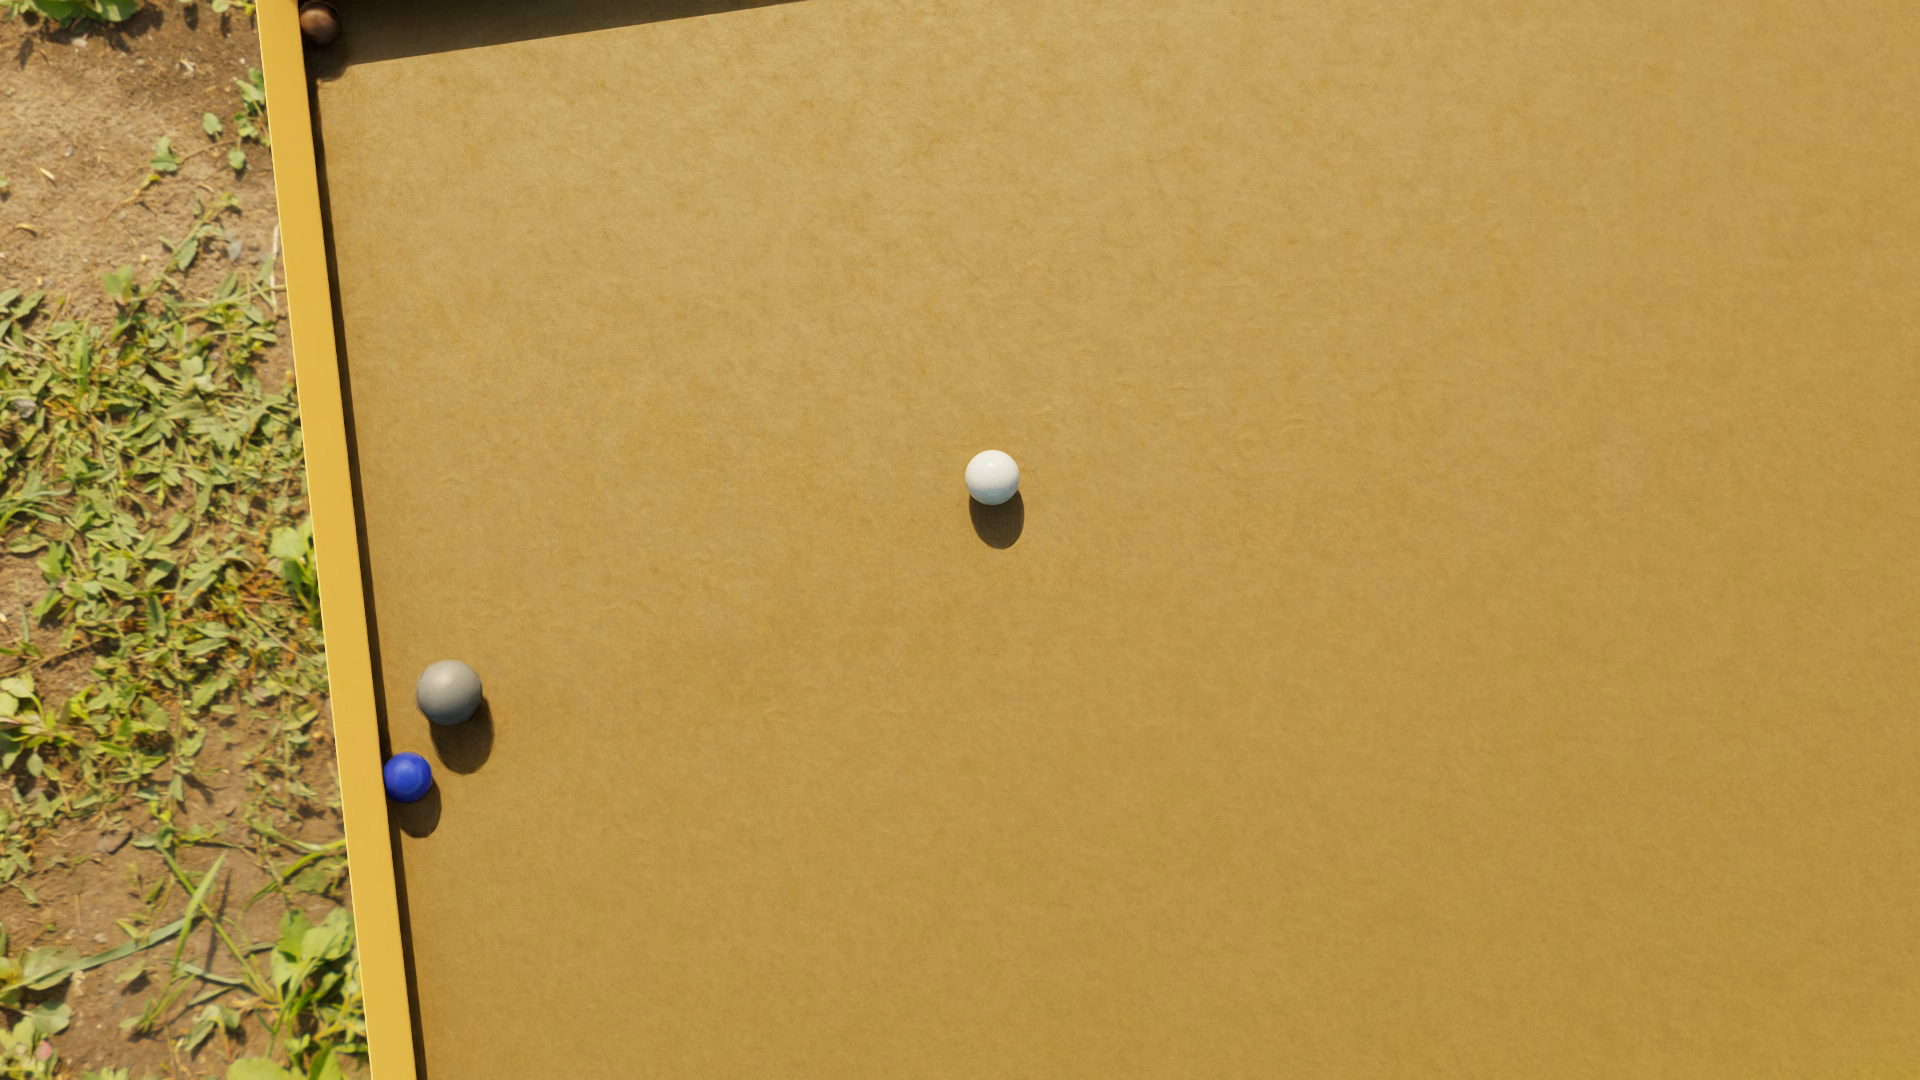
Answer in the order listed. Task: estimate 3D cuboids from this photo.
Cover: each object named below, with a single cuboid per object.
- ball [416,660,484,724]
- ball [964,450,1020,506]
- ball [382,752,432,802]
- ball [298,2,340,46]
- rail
[{"bbox_3d":[-0.748,0.223,3.222,0.096,0.096,0.096,0,82,0],"label":"ball"},{"bbox_3d":[0.048,-0.093,3.275,0.083,0.083,0.083,0,82,0],"label":"ball"},{"bbox_3d":[-0.809,0.346,3.216,0.073,0.073,0.073,0,82,0],"label":"ball"},{"bbox_3d":[-0.987,-0.794,3.385,0.066,0.066,0.066,0,82,0],"label":"ball"},{"bbox_3d":[-0.892,0.128,3.220,0.045,0.125,2.035,-8,82,-1],"label":"rail"}]
